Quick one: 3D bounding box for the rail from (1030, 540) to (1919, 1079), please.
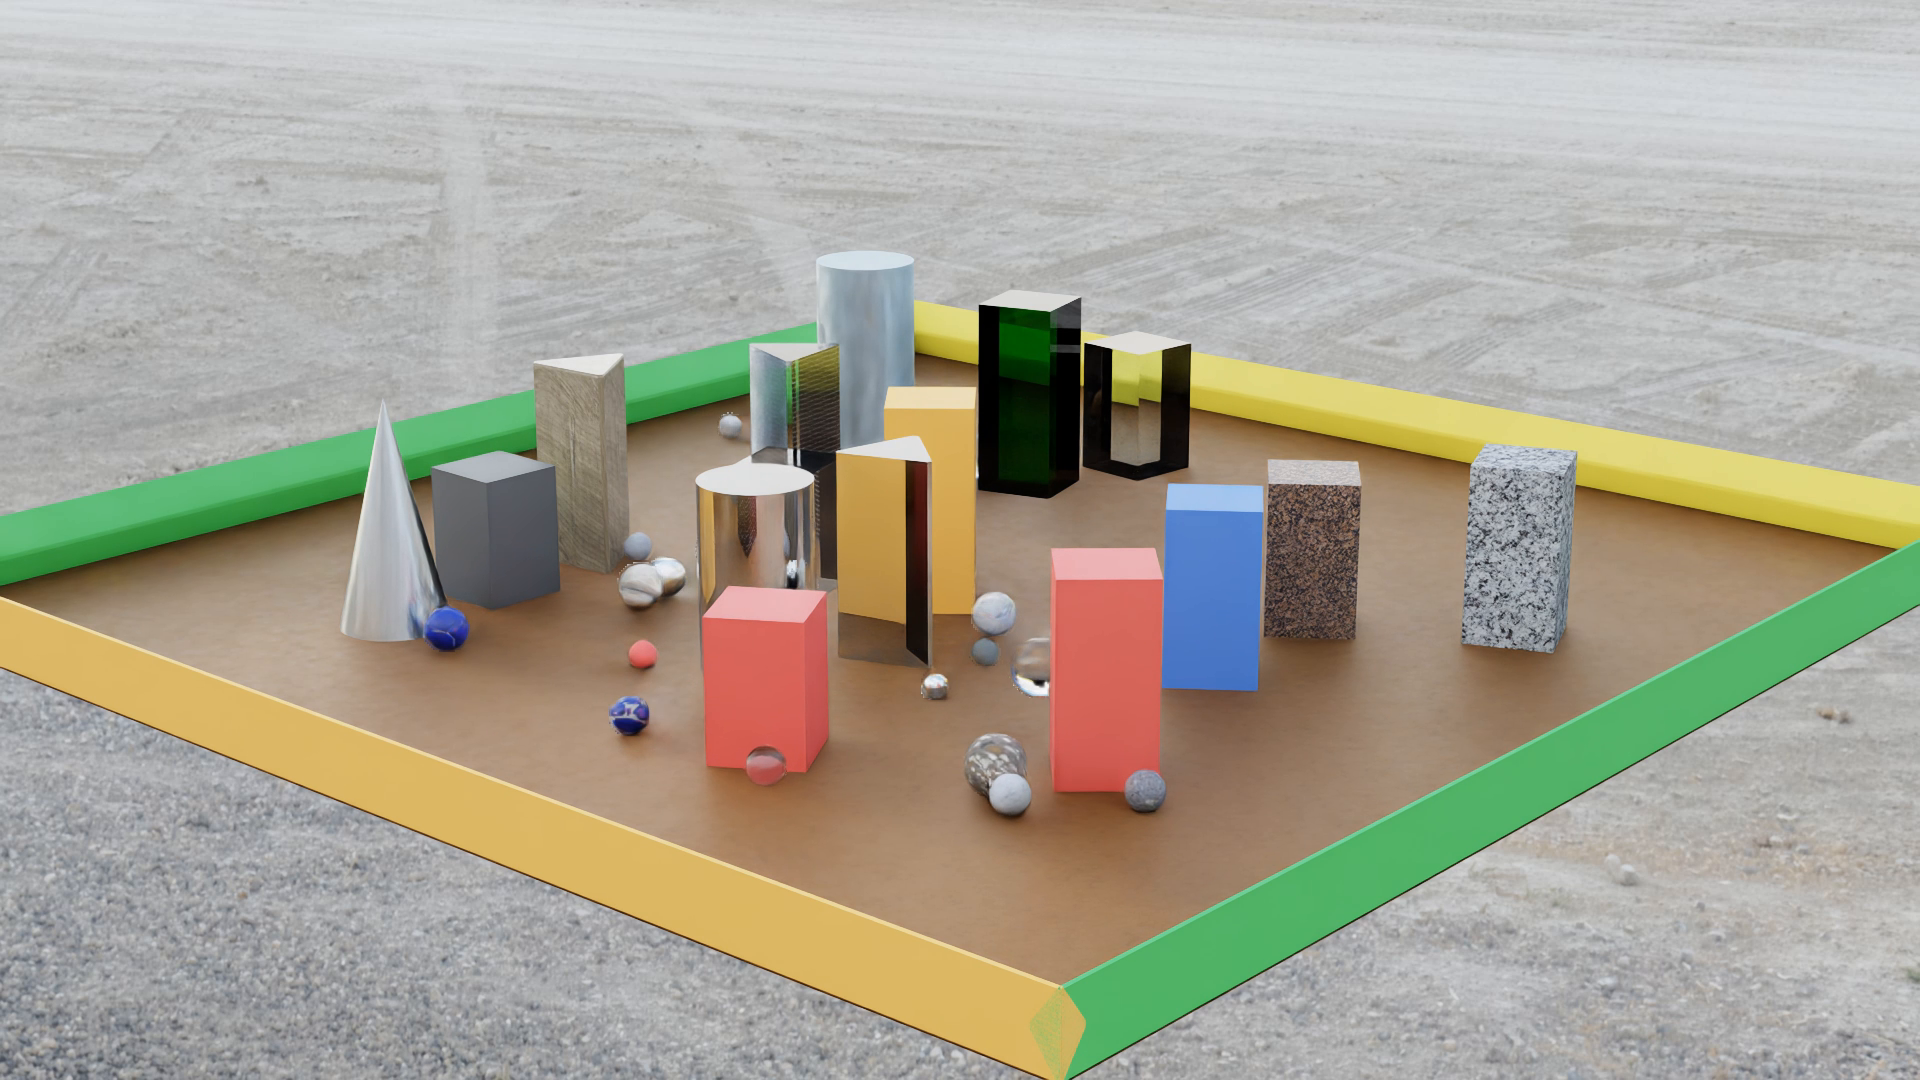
[{"bbox_3d":[0.966,0.273,4.318,0.045,0.123,2.650,14,22,39],"label":"rail"}]

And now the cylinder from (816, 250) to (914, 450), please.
[{"bbox_3d":[-0.184,-0.326,5.739,0.189,0.450,0.189,0,17,0],"label":"cylinder"}]

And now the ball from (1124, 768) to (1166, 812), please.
[{"bbox_3d":[0.263,0.355,4.161,0.060,0.060,0.060,0,17,0],"label":"ball"}]

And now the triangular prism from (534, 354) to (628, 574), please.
[{"bbox_3d":[-0.652,-0.145,5.288,0.164,0.365,0.142,12,21,35],"label":"triangular prism"}]

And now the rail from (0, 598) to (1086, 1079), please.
[{"bbox_3d":[-0.853,0.315,4.180,2.605,0.123,0.045,14,22,39],"label":"rail"}]

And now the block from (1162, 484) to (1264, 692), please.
[{"bbox_3d":[0.404,0.074,4.683,0.151,0.295,0.151,2,17,5],"label":"block"}]

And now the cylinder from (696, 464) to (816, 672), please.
[{"bbox_3d":[-0.327,0.054,4.715,0.189,0.315,0.189,0,17,0],"label":"cylinder"}]

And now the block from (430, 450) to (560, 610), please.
[{"bbox_3d":[-0.808,-0.018,5.107,0.151,0.227,0.151,15,22,40],"label":"block"}]

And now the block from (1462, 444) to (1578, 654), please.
[{"bbox_3d":[0.929,0.012,4.871,0.151,0.306,0.151,6,18,18],"label":"block"}]

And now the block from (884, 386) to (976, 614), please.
[{"bbox_3d":[-0.050,-0.069,5.042,0.151,0.362,0.151,0,17,1],"label":"block"}]

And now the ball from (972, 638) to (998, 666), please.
[{"bbox_3d":[0.040,0.182,4.758,0.044,0.044,0.044,0,17,0],"label":"ball"}]

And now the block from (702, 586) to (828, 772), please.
[{"bbox_3d":[-0.287,0.205,4.359,0.151,0.231,0.151,3,17,10],"label":"block"}]

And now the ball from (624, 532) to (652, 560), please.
[{"bbox_3d":[-0.583,0.011,5.316,0.050,0.050,0.050,0,17,0],"label":"ball"}]

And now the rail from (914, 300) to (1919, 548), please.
[{"bbox_3d":[0.853,-0.253,6.061,2.605,0.123,0.045,14,22,39],"label":"rail"}]

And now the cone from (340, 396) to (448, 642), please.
[{"bbox_3d":[-0.956,-0.048,4.913,0.189,0.396,0.189,0,17,0],"label":"cone"}]

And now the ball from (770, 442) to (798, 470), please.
[{"bbox_3d":[-0.354,-0.170,5.907,0.055,0.055,0.055,0,17,0],"label":"ball"}]

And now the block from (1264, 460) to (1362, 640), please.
[{"bbox_3d":[0.590,0.015,4.930,0.151,0.266,0.151,1,17,5],"label":"block"}]

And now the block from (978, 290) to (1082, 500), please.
[{"bbox_3d":[0.137,-0.287,5.744,0.151,0.373,0.151,8,18,24],"label":"block"}]

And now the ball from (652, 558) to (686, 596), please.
[{"bbox_3d":[-0.510,0.064,5.111,0.067,0.067,0.067,0,17,0],"label":"ball"}]

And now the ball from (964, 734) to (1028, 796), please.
[{"bbox_3d":[0.052,0.323,4.212,0.091,0.091,0.091,0,17,0],"label":"ball"}]

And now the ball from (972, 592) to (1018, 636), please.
[{"bbox_3d":[0.058,0.123,4.902,0.074,0.074,0.074,0,17,0],"label":"ball"}]

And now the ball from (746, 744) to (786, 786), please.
[{"bbox_3d":[-0.281,0.327,4.256,0.059,0.059,0.059,0,17,0],"label":"ball"}]

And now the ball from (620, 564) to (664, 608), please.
[{"bbox_3d":[-0.549,0.079,5.046,0.076,0.076,0.076,0,17,0],"label":"ball"}]

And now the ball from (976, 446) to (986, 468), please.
[{"bbox_3d":[0.030,-0.168,5.915,0.046,0.046,0.046,0,17,0],"label":"ball"}]

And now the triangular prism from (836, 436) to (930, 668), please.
[{"bbox_3d":[-0.098,0.015,4.789,0.164,0.348,0.142,6,18,20],"label":"triangular prism"}]

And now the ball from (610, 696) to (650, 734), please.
[{"bbox_3d":[-0.501,0.266,4.455,0.060,0.060,0.060,0,17,0],"label":"ball"}]

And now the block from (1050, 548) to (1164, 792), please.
[{"bbox_3d":[0.210,0.188,4.263,0.151,0.321,0.151,0,17,-1],"label":"block"}]

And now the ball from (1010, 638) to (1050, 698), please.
[{"bbox_3d":[0.127,0.200,4.614,0.094,0.094,0.094,0,17,0],"label":"ball"}]

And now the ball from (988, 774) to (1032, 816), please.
[{"bbox_3d":[0.071,0.360,4.143,0.060,0.060,0.060,0,17,0],"label":"ball"}]

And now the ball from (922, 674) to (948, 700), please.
[{"bbox_3d":[-0.039,0.230,4.606,0.041,0.041,0.041,0,17,0],"label":"ball"}]

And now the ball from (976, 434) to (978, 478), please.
[{"bbox_3d":[0.030,-0.166,5.838,0.087,0.087,0.087,0,17,0],"label":"ball"}]

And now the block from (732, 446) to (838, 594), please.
[{"bbox_3d":[-0.299,-0.026,5.125,0.151,0.232,0.151,7,18,21],"label":"block"}]

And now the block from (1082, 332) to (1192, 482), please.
[{"bbox_3d":[0.355,-0.271,5.891,0.151,0.257,0.151,-15,23,-41],"label":"block"}]

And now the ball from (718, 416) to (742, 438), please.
[{"bbox_3d":[-0.482,-0.237,6.140,0.049,0.049,0.049,0,17,0],"label":"ball"}]

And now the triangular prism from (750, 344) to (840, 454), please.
[{"bbox_3d":[-0.329,-0.187,5.454,0.142,0.349,0.164,10,19,29],"label":"triangular prism"}]

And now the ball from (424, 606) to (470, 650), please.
[{"bbox_3d":[-0.845,0.146,4.831,0.072,0.072,0.072,0,17,0],"label":"ball"}]

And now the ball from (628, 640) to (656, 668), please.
[{"bbox_3d":[-0.514,0.185,4.748,0.045,0.045,0.045,0,17,0],"label":"ball"}]

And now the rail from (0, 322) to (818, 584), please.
[{"bbox_3d":[-0.966,-0.212,5.923,0.045,0.123,2.650,14,22,39],"label":"rail"}]
